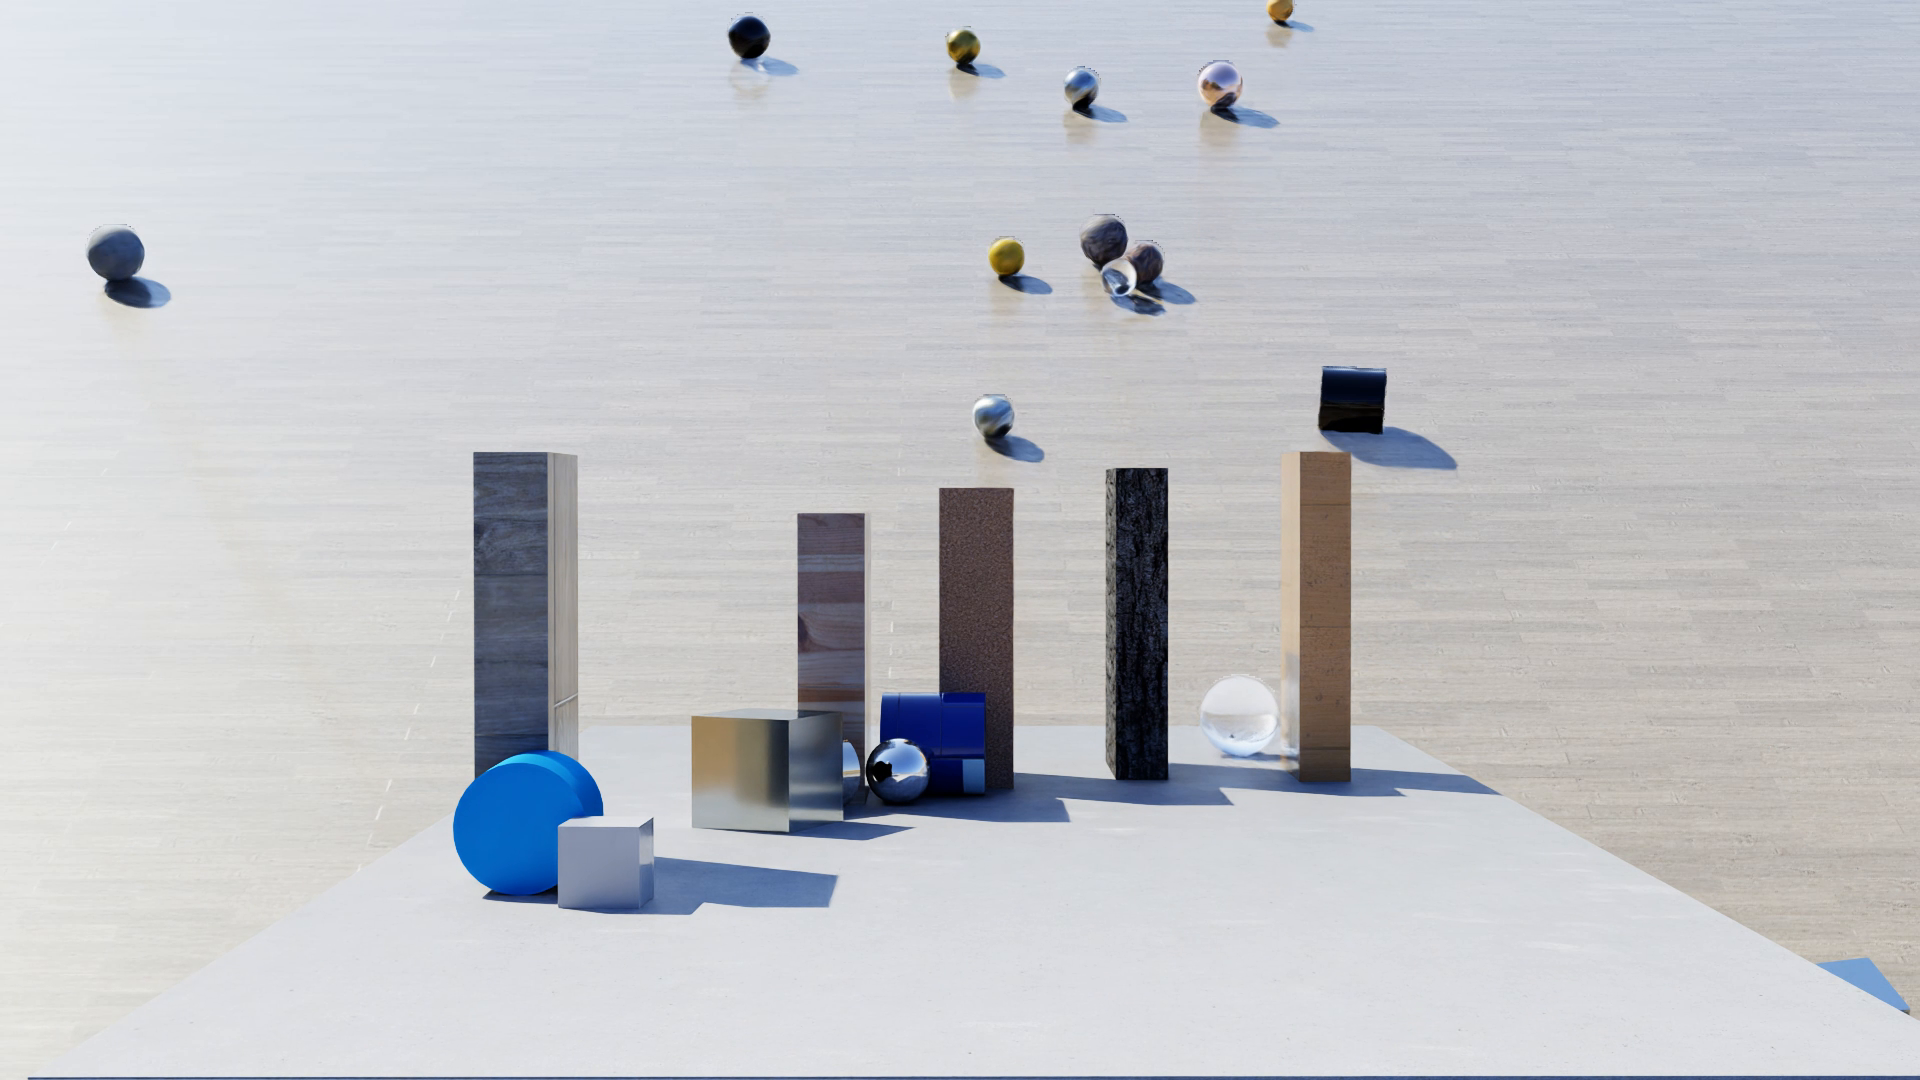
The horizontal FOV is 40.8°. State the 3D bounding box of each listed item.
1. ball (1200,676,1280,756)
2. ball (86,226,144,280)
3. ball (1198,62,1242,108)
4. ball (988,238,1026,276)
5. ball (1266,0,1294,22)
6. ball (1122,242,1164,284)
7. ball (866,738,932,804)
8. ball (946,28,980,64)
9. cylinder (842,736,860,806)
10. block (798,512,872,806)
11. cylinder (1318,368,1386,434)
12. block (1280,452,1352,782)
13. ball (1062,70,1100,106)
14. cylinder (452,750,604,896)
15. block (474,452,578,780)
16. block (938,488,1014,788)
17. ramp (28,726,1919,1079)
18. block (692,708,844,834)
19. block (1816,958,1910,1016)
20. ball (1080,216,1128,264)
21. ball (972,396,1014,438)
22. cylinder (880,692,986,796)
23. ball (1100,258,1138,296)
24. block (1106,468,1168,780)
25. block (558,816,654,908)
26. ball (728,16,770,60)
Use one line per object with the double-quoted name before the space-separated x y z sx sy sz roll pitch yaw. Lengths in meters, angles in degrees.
"ball" 0.630 0.397 5.819 0.178 0.178 0.178 0 27 0
"ball" -3.116 -1.058 9.531 0.203 0.203 0.203 0 27 0
"ball" 1.145 -2.000 11.357 0.199 0.199 0.199 0 27 0
"ball" 0.172 -1.049 9.583 0.140 0.140 0.140 0 27 0
"ball" 1.559 -2.593 12.579 0.131 0.131 0.131 0 27 0
"ball" 0.675 -1.021 9.516 0.152 0.152 0.152 0 27 0
"ball" -0.116 0.438 4.903 0.126 0.126 0.126 0 27 0
"ball" 0.015 -2.285 11.948 0.163 0.163 0.163 0 27 0
"cylinder" -0.285 0.433 4.781 0.141 0.141 0.141 -1 21 -45
"block" -0.243 0.223 5.053 0.127 0.553 0.351 0 1 0
"cylinder" 1.268 -0.451 8.356 0.204 0.204 0.204 4 28 7
"block" 0.747 0.155 5.434 0.105 0.676 0.301 0 1 0
"ball" 0.531 -1.992 11.379 0.164 0.164 0.164 0 27 0
"cylinder" -0.644 0.421 3.870 0.195 0.195 0.195 0 1 0
"block" -0.689 0.188 4.121 0.114 0.652 0.314 0 1 0
"block" 0.033 0.194 5.315 0.149 0.602 0.319 0 1 0
"ramp" 0.062 0.556 4.594 2.000 0.100 4.000 0 1 0
"block" -0.342 0.408 4.599 0.197 0.197 0.197 0 1 26
"block" 1.886 1.029 5.515 0.182 0.182 0.182 -5 28 -9
"ball" 0.540 -1.126 9.689 0.180 0.180 0.180 0 27 0
"ball" 0.108 -0.397 8.323 0.138 0.138 0.138 0 27 0
"cylinder" -0.050 0.399 5.059 0.201 0.201 0.201 0 27 2
"ball" 0.577 -0.954 9.402 0.137 0.137 0.137 0 27 0
"block" 0.375 0.170 5.504 0.108 0.643 0.372 0 1 0
"block" -0.508 0.463 3.713 0.116 0.116 0.116 0 1 3
"ball" -0.983 -2.339 12.013 0.200 0.200 0.200 0 27 0
